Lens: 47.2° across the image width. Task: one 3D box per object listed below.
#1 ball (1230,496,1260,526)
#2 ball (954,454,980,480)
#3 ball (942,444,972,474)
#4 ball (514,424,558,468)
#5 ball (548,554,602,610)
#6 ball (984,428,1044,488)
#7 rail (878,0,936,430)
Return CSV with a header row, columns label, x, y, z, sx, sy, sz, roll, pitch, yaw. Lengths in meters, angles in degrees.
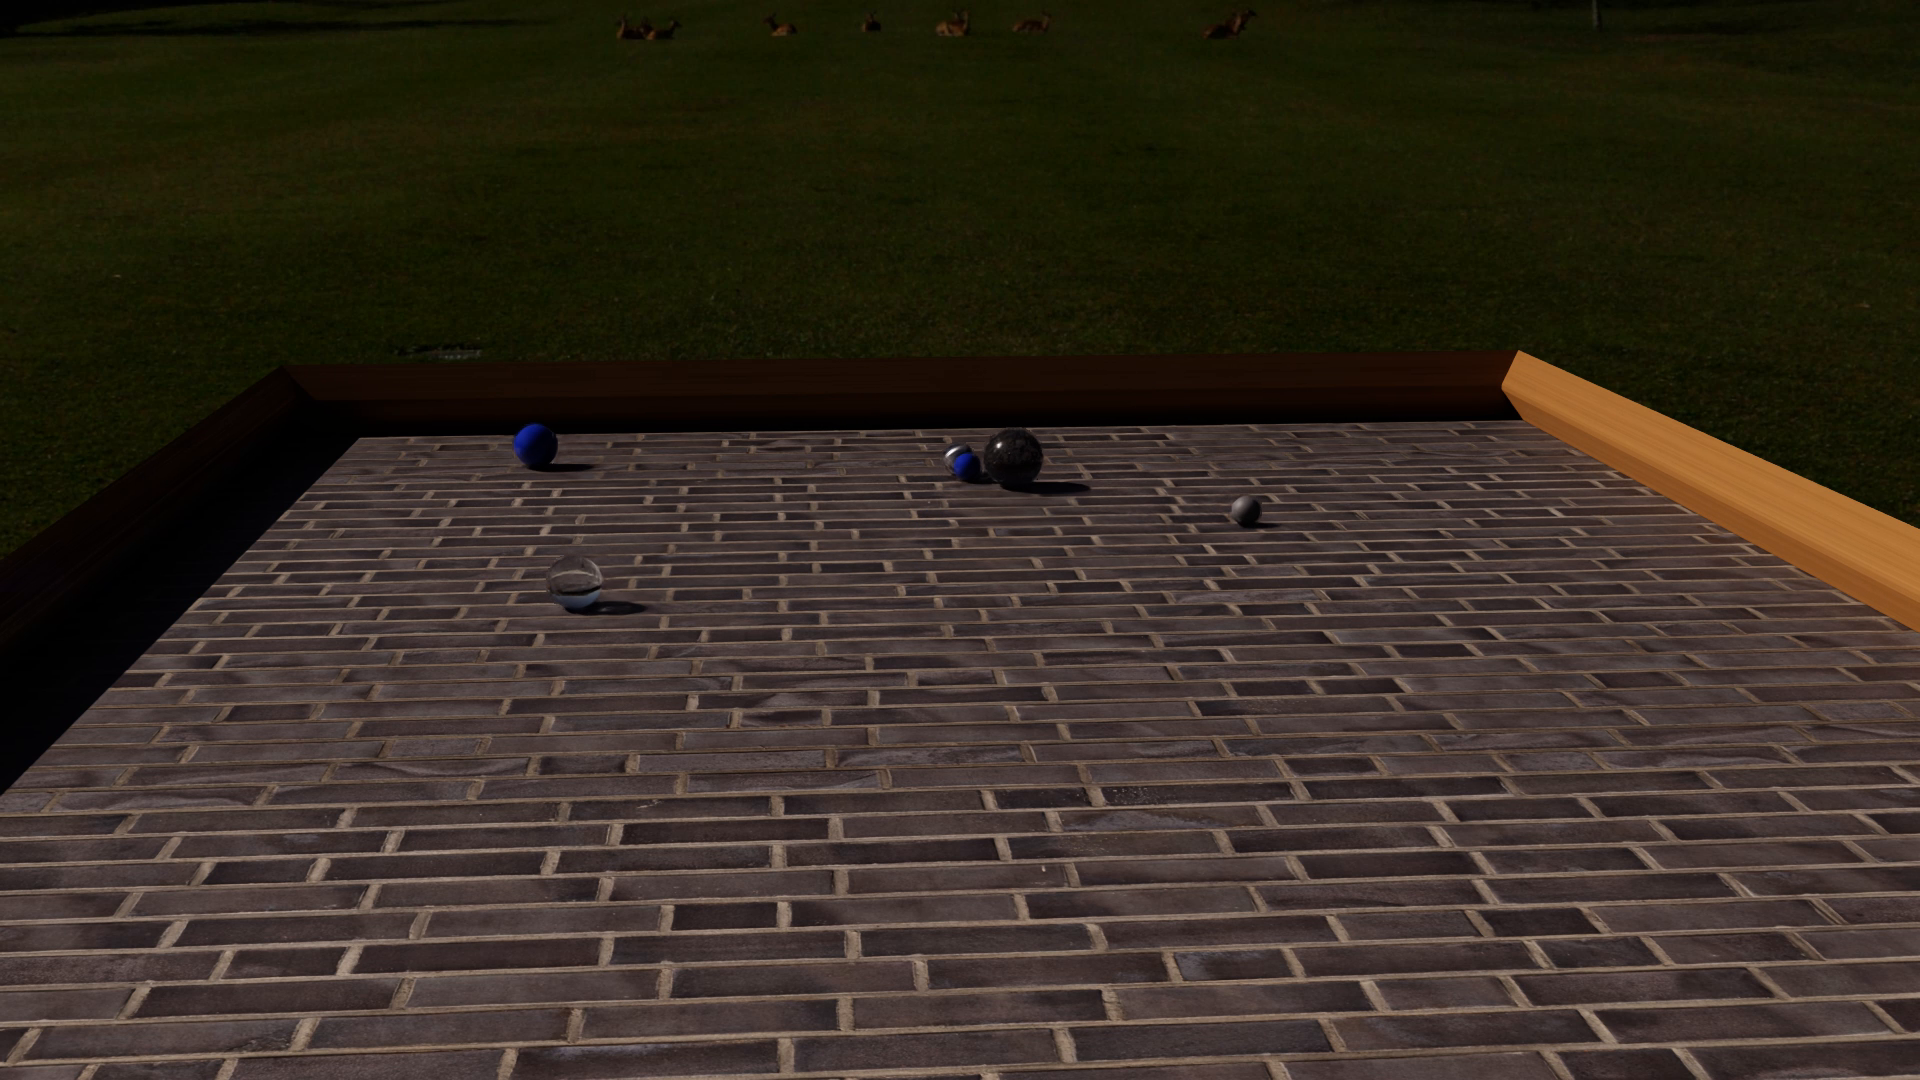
label,x,y,z,sx,sy,sz,roll,pitch,yaw
ball,0.428,-0.044,3.298,0.044,0.044,0.044,0,13,0
ball,0.012,-0.120,3.615,0.045,0.045,0.045,0,13,0
ball,-0.003,-0.135,3.668,0.051,0.051,0.051,0,13,0
ball,-0.717,-0.159,3.720,0.074,0.074,0.074,0,13,0
ball,-0.495,0.054,2.827,0.070,0.070,0.070,0,13,0
ball,0.087,-0.132,3.558,0.096,0.096,0.096,0,13,0
rail,-0.081,-0.276,4.092,0.124,2.312,0.045,4,-7,-39
